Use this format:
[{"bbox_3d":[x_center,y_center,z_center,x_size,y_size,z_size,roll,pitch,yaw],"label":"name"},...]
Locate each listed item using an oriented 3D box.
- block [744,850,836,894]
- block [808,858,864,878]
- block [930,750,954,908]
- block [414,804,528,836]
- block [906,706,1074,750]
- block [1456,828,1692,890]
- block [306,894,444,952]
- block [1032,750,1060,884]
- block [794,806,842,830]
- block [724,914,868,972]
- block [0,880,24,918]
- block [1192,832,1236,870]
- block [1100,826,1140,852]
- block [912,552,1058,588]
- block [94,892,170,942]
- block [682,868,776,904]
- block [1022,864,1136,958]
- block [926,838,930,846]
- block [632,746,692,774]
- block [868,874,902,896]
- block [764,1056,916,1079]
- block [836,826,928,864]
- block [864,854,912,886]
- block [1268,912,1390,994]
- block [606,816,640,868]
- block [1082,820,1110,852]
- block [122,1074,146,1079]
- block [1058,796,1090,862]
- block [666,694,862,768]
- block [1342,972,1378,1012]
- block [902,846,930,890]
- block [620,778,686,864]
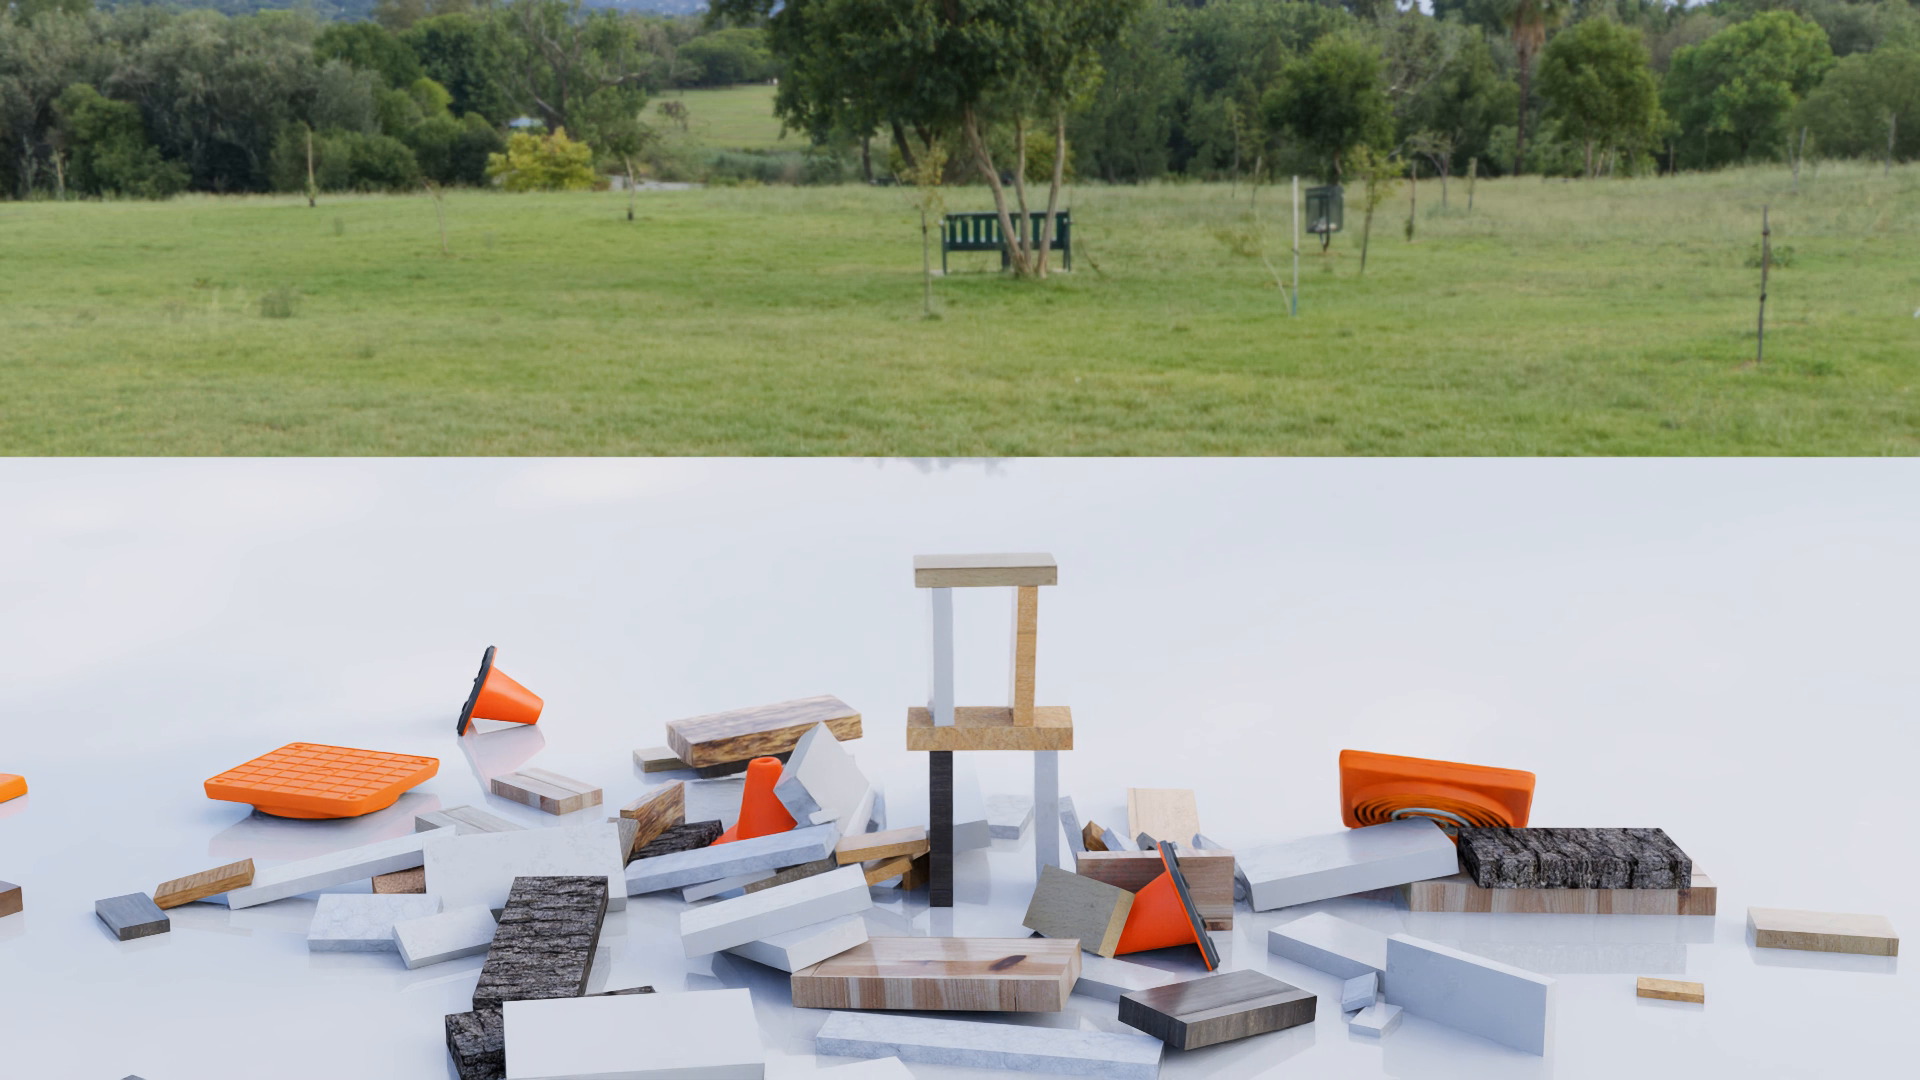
[{"bbox_3d":[-0.283,0.549,3.669,0.155,0.022,0.077,-19,11,-1],"label":"block"},{"bbox_3d":[-0.235,0.558,3.657,0.150,0.021,0.075,-18,11,1],"label":"block"},{"bbox_3d":[-0.031,0.457,3.647,0.038,0.269,0.135,0,11,0],"label":"block"},{"bbox_3d":[-0.878,0.522,3.953,0.105,0.030,0.210,-10,14,-43],"label":"block"},{"bbox_3d":[0.048,0.308,3.606,0.269,0.038,0.135,0,11,0],"label":"block"},{"bbox_3d":[1.009,0.524,3.628,0.340,0.048,0.170,0,11,1],"label":"block"},{"bbox_3d":[-0.914,0.598,3.441,0.190,0.027,0.095,0,38,0],"label":"block"},{"bbox_3d":[0.143,0.459,3.638,0.038,0.269,0.135,-1,11,1],"label":"block"},{"bbox_3d":[-0.275,0.512,3.734,0.155,0.022,0.077,-45,-18,28],"label":"block"},{"bbox_3d":[-0.263,0.597,3.342,0.132,0.037,0.264,-18,8,-30],"label":"block"},{"bbox_3d":[-1.669,0.600,3.504,0.146,0.041,0.292,7,12,32],"label":"block"},{"bbox_3d":[0.429,0.531,3.723,0.066,0.019,0.132,32,4,0],"label":"block"},{"bbox_3d":[0.309,0.536,3.623,0.161,0.023,0.081,34,8,-24],"label":"block"},{"bbox_3d":[0.039,0.048,3.562,0.228,0.032,0.114,-1,11,-3],"label":"block"},{"bbox_3d":[-1.330,0.604,3.533,0.076,0.022,0.153,-7,13,-34],"label":"block"},{"bbox_3d":[-0.382,0.558,3.657,0.155,0.022,0.077,-17,11,0],"label":"block"},{"bbox_3d":[0.183,0.574,3.411,0.029,0.104,0.208,27,-11,-30],"label":"block"},{"bbox_3d":[-0.082,0.540,3.793,0.102,0.051,0.014,1,-9,3],"label":"block"},{"bbox_3d":[-0.561,0.436,4.429,0.177,0.025,0.089,-4,11,-22],"label":"block"},{"bbox_3d":[-0.117,0.575,3.710,0.051,0.014,0.102,4,11,21],"label":"block"},{"bbox_3d":[-0.155,0.722,2.888,0.184,0.026,0.092,-4,11,-21],"label":"block"},{"bbox_3d":[-0.131,0.507,3.661,0.150,0.021,0.075,-8,11,-3],"label":"block"},{"bbox_3d":[-0.152,0.553,3.656,0.150,0.021,0.075,-22,10,3],"label":"block"},{"bbox_3d":[0.605,0.630,3.355,0.124,0.035,0.247,-9,14,-41],"label":"block"},{"bbox_3d":[-0.592,0.528,3.769,0.055,0.016,0.111,3,52,17],"label":"block"},{"bbox_3d":[0.275,0.534,3.656,0.161,0.023,0.081,37,9,-5],"label":"block"},{"bbox_3d":[-1.096,0.747,2.710,0.147,0.042,0.293,7,12,32],"label":"block"},{"bbox_3d":[0.198,0.512,3.650,0.023,0.161,0.081,-18,10,4],"label":"block"},{"bbox_3d":[-0.389,0.378,4.373,0.350,0.050,0.175,-8,13,-23],"label":"block"},{"bbox_3d":[0.584,0.660,3.210,0.047,0.013,0.094,-21,4,16],"label":"block"},{"bbox_3d":[-0.065,0.554,3.723,0.014,0.051,0.102,6,12,29],"label":"block"},{"bbox_3d":[-0.544,0.498,3.901,0.027,0.096,0.193,4,11,19],"label":"block"}]
